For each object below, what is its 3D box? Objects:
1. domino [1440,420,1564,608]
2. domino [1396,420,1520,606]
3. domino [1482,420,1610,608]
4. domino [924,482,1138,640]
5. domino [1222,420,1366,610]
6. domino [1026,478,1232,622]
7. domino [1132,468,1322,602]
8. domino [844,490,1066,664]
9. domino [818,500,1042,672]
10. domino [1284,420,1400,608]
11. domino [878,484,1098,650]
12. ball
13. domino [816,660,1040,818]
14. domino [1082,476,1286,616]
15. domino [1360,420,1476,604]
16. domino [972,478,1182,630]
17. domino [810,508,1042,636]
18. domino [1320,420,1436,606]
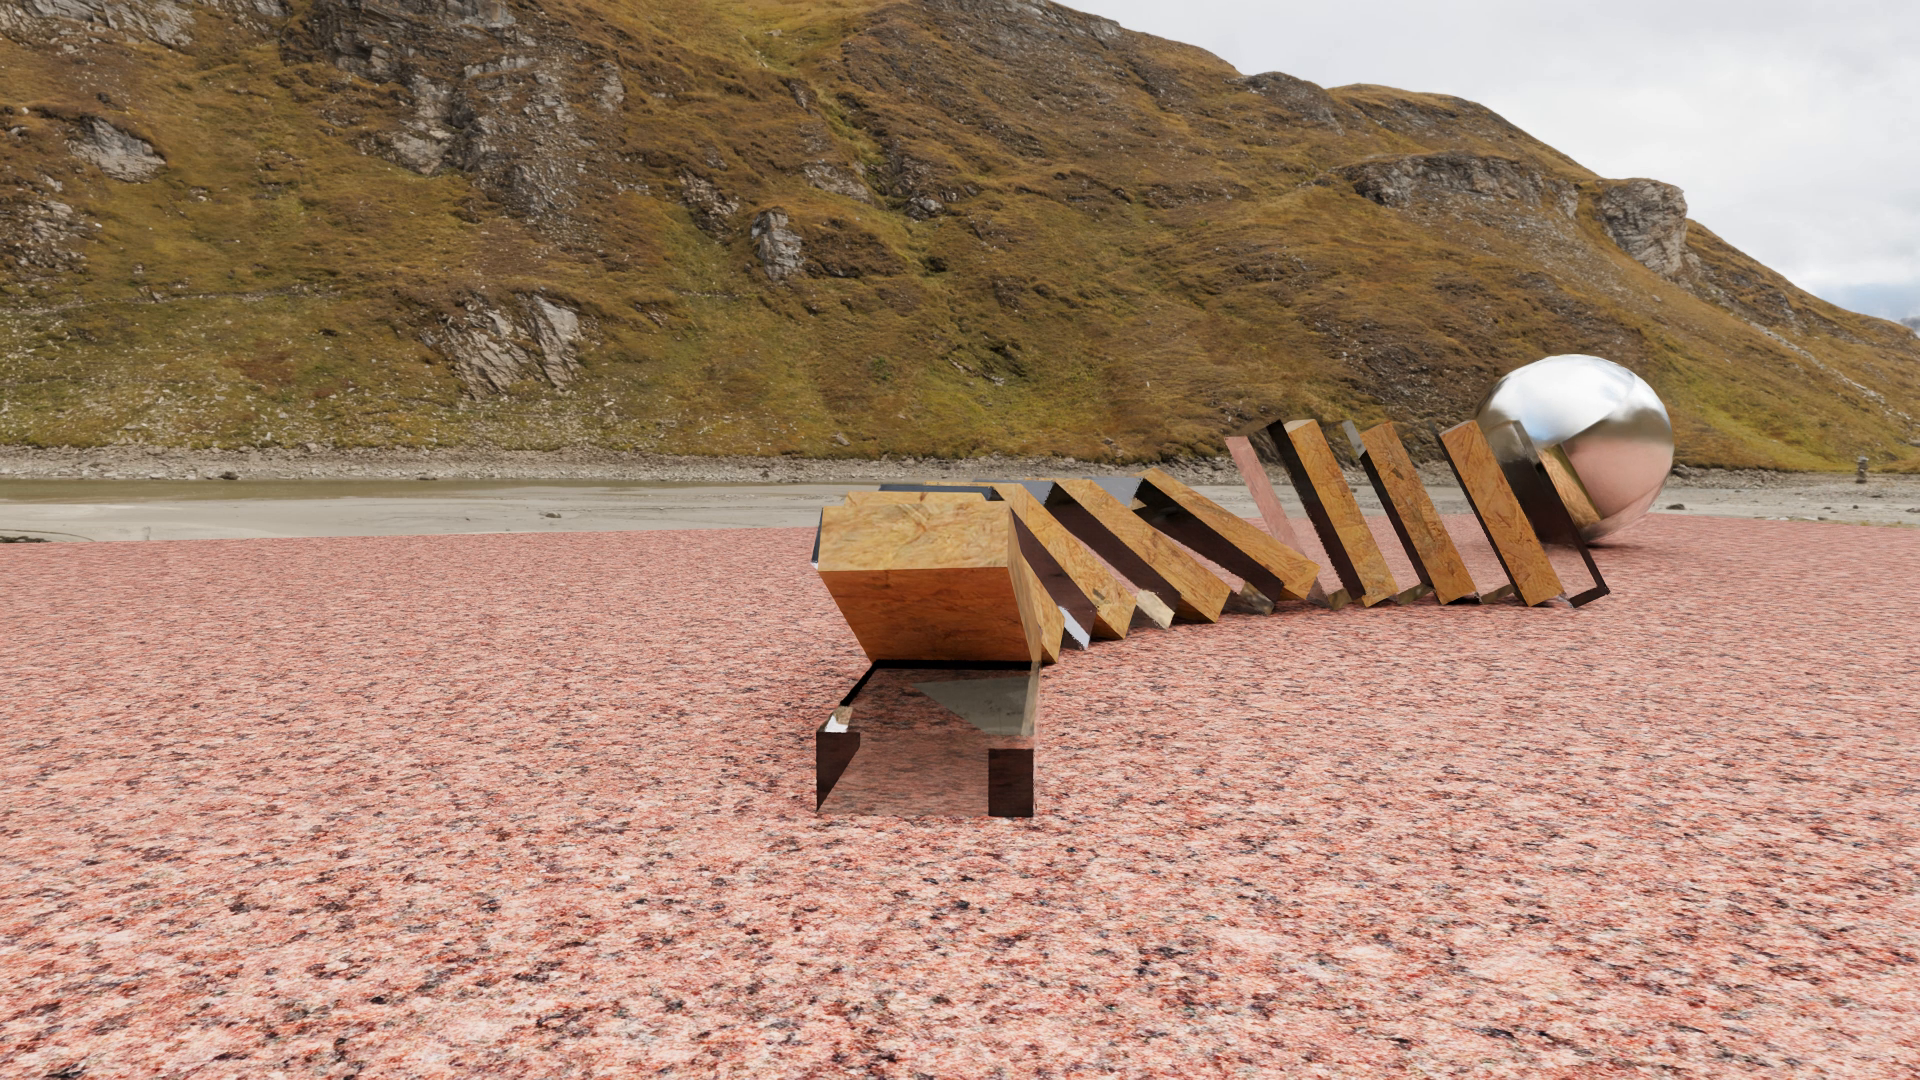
[{"bbox_3d":[0.145,-0.008,0.347,0.009,0.050,0.025,-27,-3,16],"label":"domino"},{"bbox_3d":[0.135,-0.008,0.350,0.010,0.050,0.025,-27,-3,16],"label":"domino"},{"bbox_3d":[0.155,-0.008,0.343,0.010,0.050,0.025,-27,-3,16],"label":"domino"},{"bbox_3d":[0.014,0.005,0.272,0.025,0.010,0.050,4,-27,40],"label":"domino"},{"bbox_3d":[0.087,-0.007,0.337,0.009,0.050,0.025,-28,5,0],"label":"domino"},{"bbox_3d":[0.038,0.002,0.304,0.050,0.009,0.025,34,-14,-29],"label":"domino"},{"bbox_3d":[0.064,-0.001,0.329,0.050,0.010,0.025,30,-10,-8],"label":"domino"},{"bbox_3d":[0.000,0.008,0.235,0.025,0.009,0.050,2,-27,24],"label":"domino"},{"bbox_3d":[-0.003,0.010,0.190,0.025,0.010,0.050,-2,-26,8],"label":"domino"},{"bbox_3d":[0.099,-0.008,0.344,0.010,0.050,0.025,-27,4,2],"label":"domino"},{"bbox_3d":[0.006,0.006,0.255,0.025,0.010,0.050,3,-27,33],"label":"domino"},{"bbox_3d":[0.257,-0.038,0.543,0.080,0.080,0.080,0,4,0],"label":"ball"},{"bbox_3d":[-0.002,0.025,0.172,0.025,0.010,0.050,0,4,4],"label":"domino"},{"bbox_3d":[0.053,0.002,0.315,0.050,0.010,0.025,33,-12,-25],"label":"domino"},{"bbox_3d":[0.124,-0.008,0.351,0.009,0.050,0.025,-27,-3,16],"label":"domino"},{"bbox_3d":[0.025,0.004,0.288,0.025,0.009,0.050,5,-26,48],"label":"domino"},{"bbox_3d":[-0.004,0.010,0.215,0.025,0.010,0.050,1,-25,17],"label":"domino"},{"bbox_3d":[0.111,-0.008,0.349,0.010,0.050,0.025,-27,1,8],"label":"domino"}]
